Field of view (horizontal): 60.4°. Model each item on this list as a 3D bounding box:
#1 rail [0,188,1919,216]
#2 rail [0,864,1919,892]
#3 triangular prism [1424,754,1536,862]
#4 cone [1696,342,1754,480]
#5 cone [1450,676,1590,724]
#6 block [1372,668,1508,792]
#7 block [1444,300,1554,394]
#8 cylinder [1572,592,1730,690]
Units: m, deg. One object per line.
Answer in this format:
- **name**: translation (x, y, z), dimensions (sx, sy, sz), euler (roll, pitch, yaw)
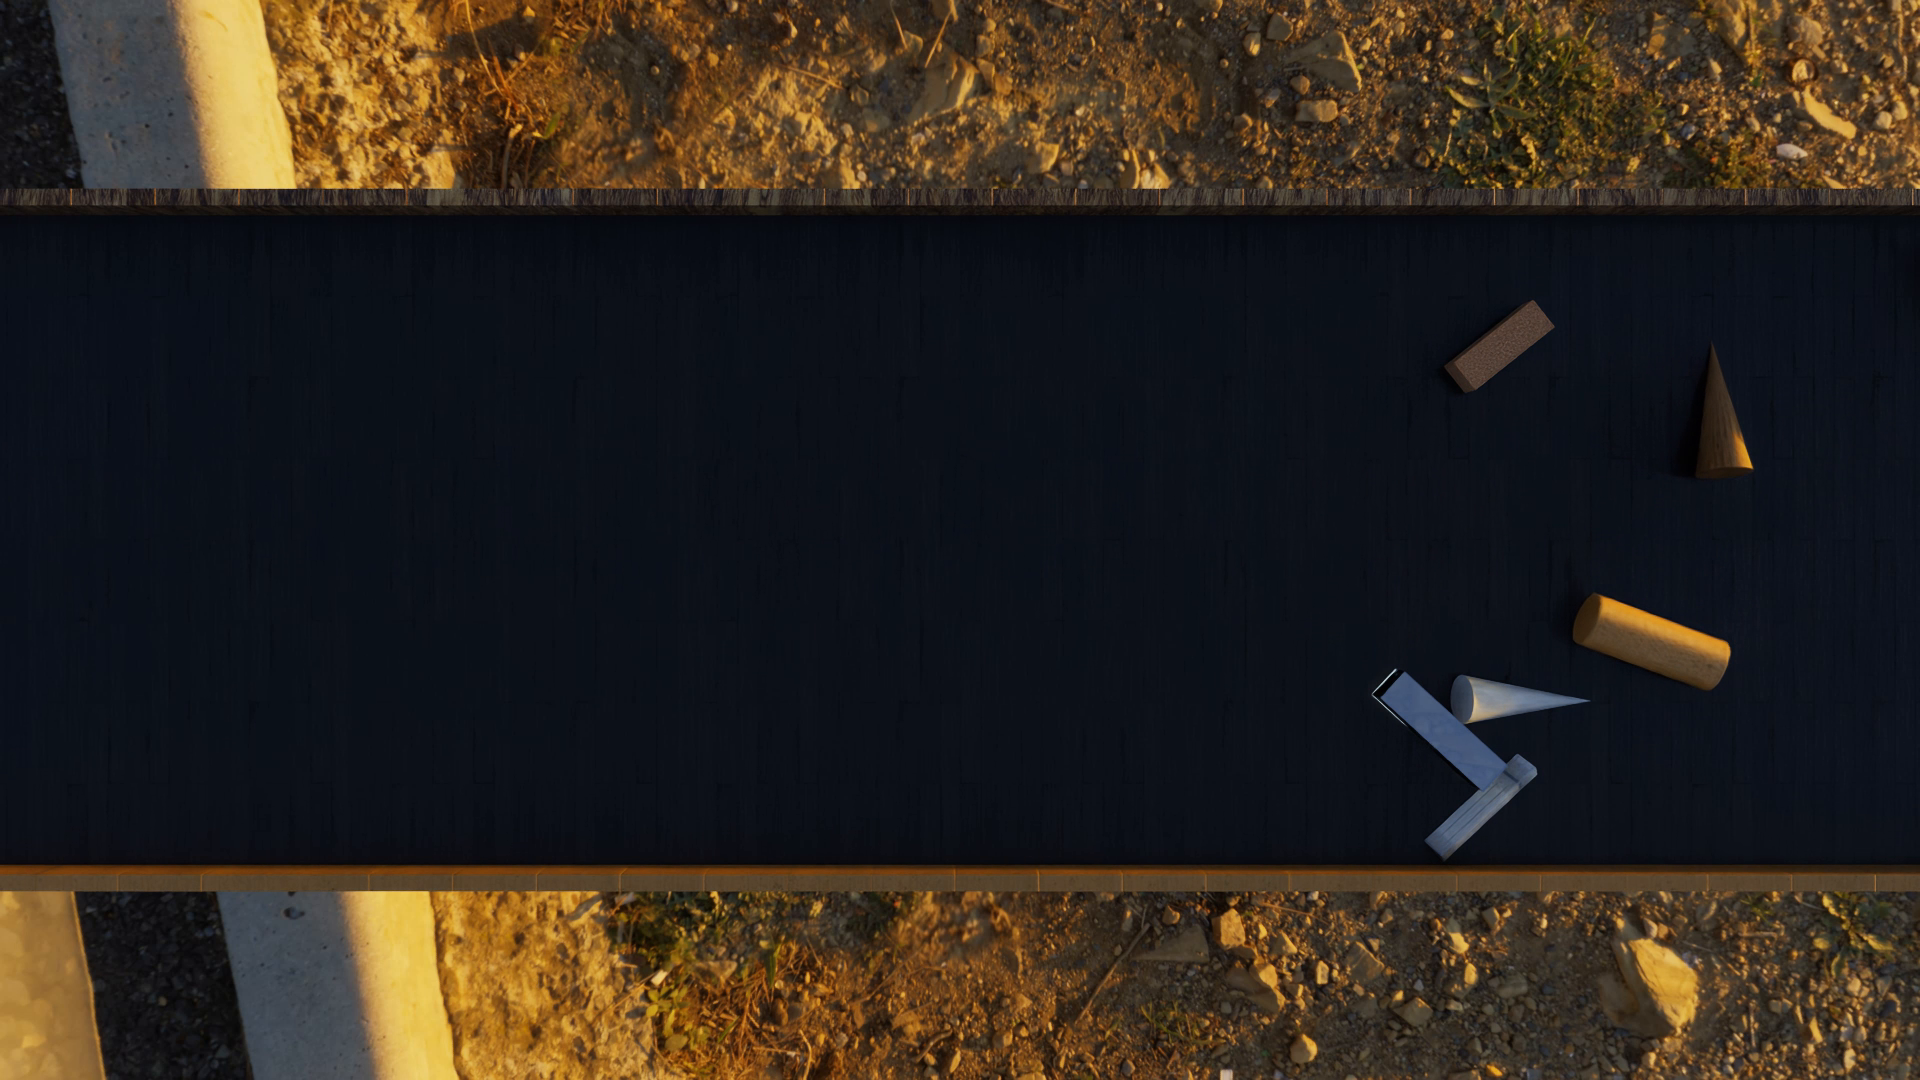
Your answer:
- **rail**: translation (-2.247, -1.025, 5.002), dimensions (12.000, 0.150, 0.050), euler (0, 90, 0)
- **rail**: translation (-2.247, 1.025, 5.001), dimensions (12.000, 0.150, 0.050), euler (0, 90, 0)
- **triangular prism**: translation (1.601, 0.823, 5.037), dimensions (0.393, 0.076, 0.088), euler (-43, 90, 0)
- **cone**: translation (2.314, -0.410, 5.037), dimensions (0.162, 0.162, 0.422), euler (0, 79, 0)
- **cone**: translation (1.734, 0.489, 5.040), dimensions (0.428, 0.149, 0.149), euler (2, 90, -10)
- **block**: translation (1.458, 0.577, 5.022), dimensions (0.421, 0.109, 0.109), euler (42, 90, 0)
- **block**: translation (1.641, -0.588, 5.024), dimensions (0.306, 0.105, 0.105), euler (-38, 90, 0)
- **cylinder**: translation (2.091, 0.308, 4.995), dimensions (0.414, 0.163, 0.163), euler (20, 90, 0)
